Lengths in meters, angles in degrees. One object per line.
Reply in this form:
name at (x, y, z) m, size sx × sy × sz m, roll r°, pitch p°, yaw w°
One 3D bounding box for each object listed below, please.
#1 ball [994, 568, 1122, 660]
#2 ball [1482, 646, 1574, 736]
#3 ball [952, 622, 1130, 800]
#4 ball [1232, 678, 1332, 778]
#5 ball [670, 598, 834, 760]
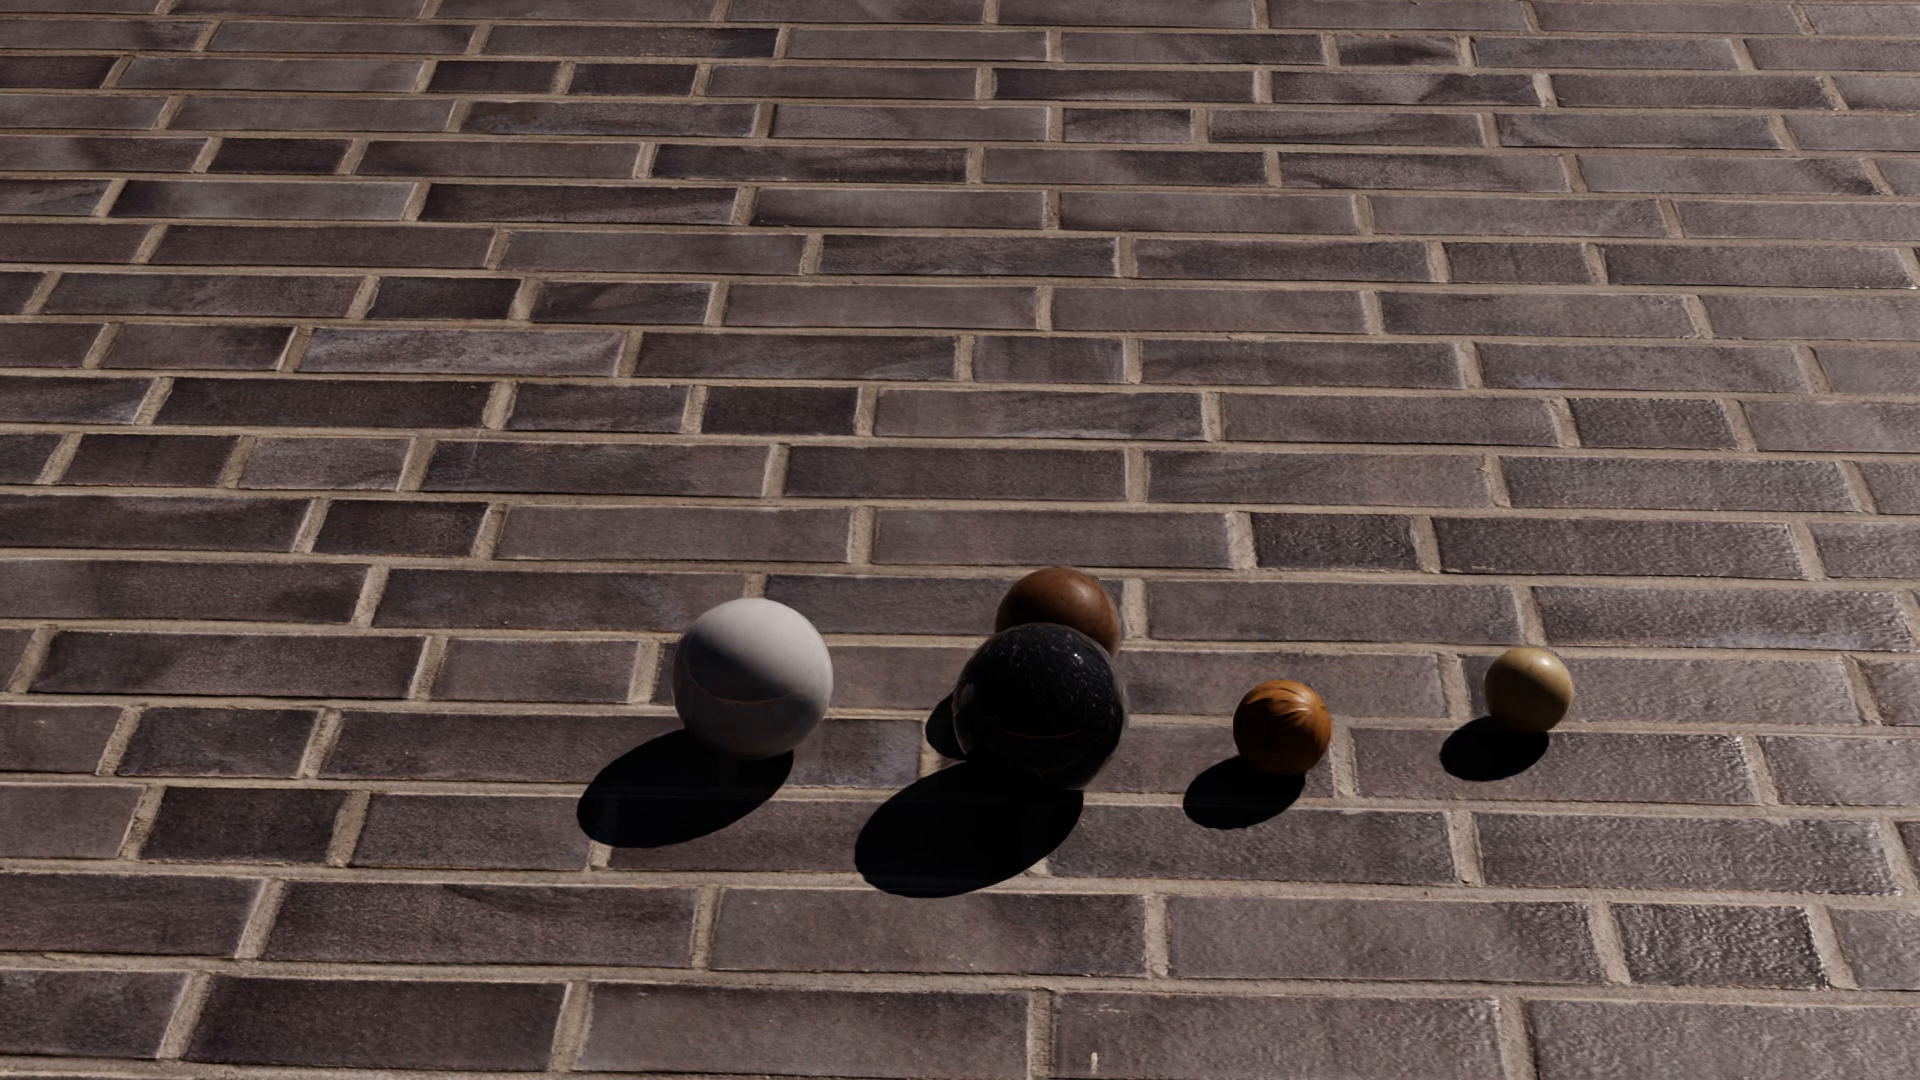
ball at (0.049, 0.046, 1.473) m, size 0.064 × 0.064 × 0.064 m, roll 0°, pitch 33°, yaw 0°
ball at (0.279, 0.074, 1.447) m, size 0.044 × 0.044 × 0.044 m, roll 0°, pitch 33°, yaw 0°
ball at (0.038, 0.081, 1.398) m, size 0.085 × 0.085 × 0.085 m, roll 0°, pitch 33°, yaw 0°
ball at (0.155, 0.091, 1.418) m, size 0.047 × 0.047 × 0.047 m, roll 0°, pitch 33°, yaw 0°
ball at (-0.101, 0.067, 1.425) m, size 0.079 × 0.079 × 0.079 m, roll 0°, pitch 33°, yaw 0°
